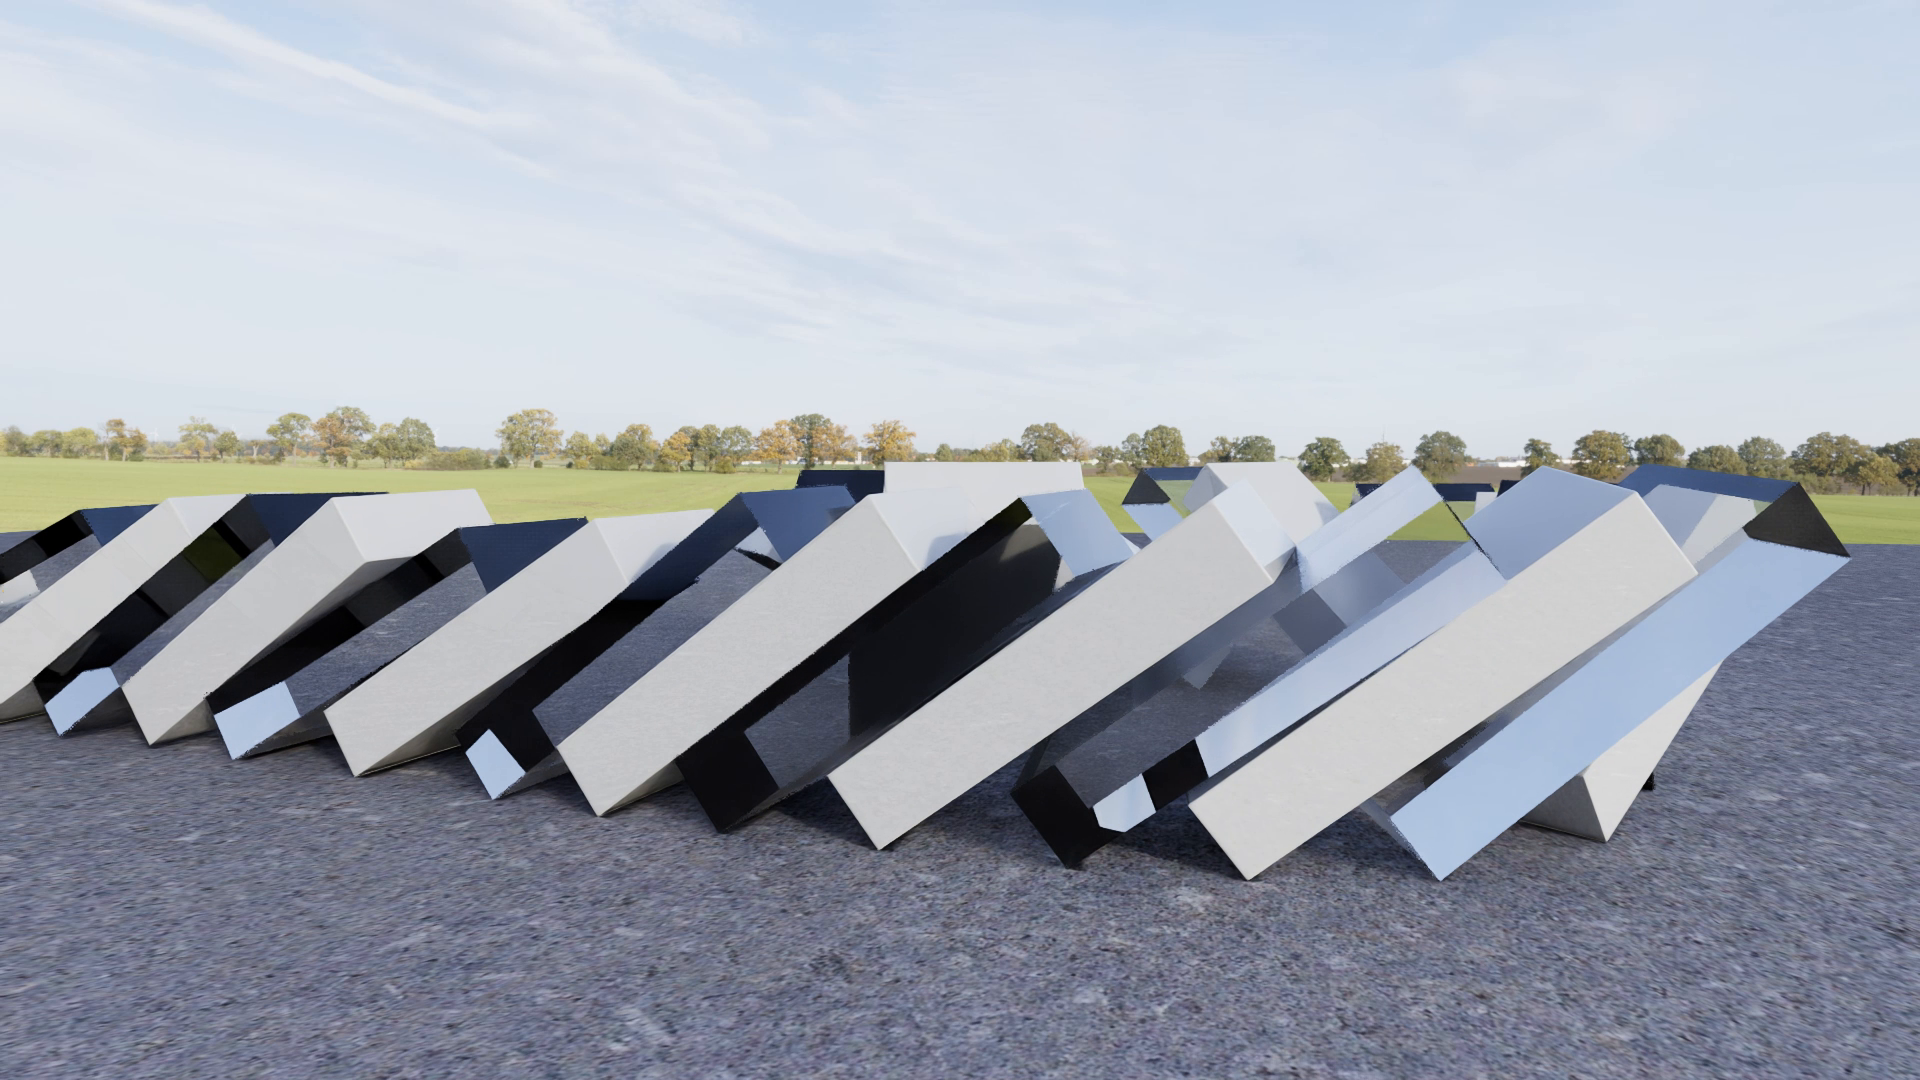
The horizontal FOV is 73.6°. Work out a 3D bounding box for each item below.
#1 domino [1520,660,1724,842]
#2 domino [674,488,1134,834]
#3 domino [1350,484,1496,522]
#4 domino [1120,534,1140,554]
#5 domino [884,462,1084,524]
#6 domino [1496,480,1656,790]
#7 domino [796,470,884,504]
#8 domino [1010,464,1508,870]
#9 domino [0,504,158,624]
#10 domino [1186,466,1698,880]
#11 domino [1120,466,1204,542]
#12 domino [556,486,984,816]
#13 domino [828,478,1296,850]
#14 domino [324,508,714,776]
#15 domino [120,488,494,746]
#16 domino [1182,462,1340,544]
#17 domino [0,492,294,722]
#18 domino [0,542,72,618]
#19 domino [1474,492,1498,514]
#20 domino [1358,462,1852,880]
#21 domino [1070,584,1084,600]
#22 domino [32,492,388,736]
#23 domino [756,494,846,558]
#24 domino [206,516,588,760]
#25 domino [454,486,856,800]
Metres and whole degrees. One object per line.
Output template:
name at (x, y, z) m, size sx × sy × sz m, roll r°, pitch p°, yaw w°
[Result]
domino at (0.076, 0.013, 0.157) m, size 0.050 × 0.009 × 0.025 m, roll -41°, pitch 26°, yaw -27°
domino at (-0.006, 0.013, 0.144) m, size 0.050 × 0.009 × 0.025 m, roll -37°, pitch -9°, yaw 19°
domino at (0.085, 0.009, 0.219) m, size 0.025 × 0.009 × 0.050 m, roll 0°, pitch 37°, yaw -1°
domino at (0.030, 0.005, 0.249) m, size 0.050 × 0.010 × 0.025 m, roll 37°, pitch 11°, yaw 8°
domino at (0.001, 0.009, 0.180) m, size 0.025 × 0.010 × 0.050 m, roll 0°, pitch -37°, yaw -6°
domino at (0.084, 0.011, 0.178) m, size 0.025 × 0.009 × 0.050 m, roll 4°, pitch 41°, yaw 32°
domino at (-0.006, 0.008, 0.199) m, size 0.025 × 0.009 × 0.050 m, roll 1°, pitch -34°, yaw 17°
domino at (0.030, 0.012, 0.133) m, size 0.050 × 0.009 × 0.025 m, roll -38°, pitch 0°, yaw 17°
domino at (-0.150, 0.011, 0.204) m, size 0.050 × 0.009 × 0.025 m, roll -29°, pitch 4°, yaw 2°
domino at (0.046, 0.013, 0.133) m, size 0.050 × 0.010 × 0.025 m, roll -38°, pitch 3°, yaw 10°
domino at (0.056, 0.005, 0.246) m, size 0.025 × 0.009 × 0.050 m, roll -3°, pitch 43°, yaw -38°
domino at (-0.021, 0.013, 0.150) m, size 0.050 × 0.010 × 0.025 m, roll -37°, pitch -10°, yaw 20°
domino at (0.011, 0.013, 0.138) m, size 0.050 × 0.009 × 0.025 m, roll -38°, pitch -6°, yaw 20°
domino at (-0.055, 0.013, 0.167) m, size 0.050 × 0.010 × 0.025 m, roll -32°, pitch -8°, yaw 20°
domino at (-0.092, 0.011, 0.183) m, size 0.050 × 0.009 × 0.025 m, roll -34°, pitch -8°, yaw 21°
domino at (0.066, 0.005, 0.234) m, size 0.025 × 0.009 × 0.050 m, roll -4°, pitch 45°, yaw -38°
domino at (-0.127, 0.010, 0.197) m, size 0.050 × 0.009 × 0.025 m, roll -32°, pitch -2°, yaw 11°
domino at (-0.184, 0.014, 0.219) m, size 0.025 × 0.009 × 0.050 m, roll -9°, pitch 13°, yaw 28°
domino at (0.090, 0.011, 0.195) m, size 0.025 × 0.009 × 0.050 m, roll 2°, pitch 37°, yaw 25°
domino at (0.062, 0.012, 0.136) m, size 0.050 × 0.010 × 0.025 m, roll -39°, pitch 8°, yaw 2°
domino at (0.008, 0.007, 0.237) m, size 0.050 × 0.010 × 0.025 m, roll 33°, pitch -7°, yaw -18°
domino at (-0.108, 0.010, 0.190) m, size 0.050 × 0.009 × 0.025 m, roll -33°, pitch -8°, yaw 18°
domino at (-0.010, 0.009, 0.229) m, size 0.050 × 0.009 × 0.025 m, roll 31°, pitch -9°, yaw -24°
domino at (-0.075, 0.013, 0.176) m, size 0.050 × 0.009 × 0.025 m, roll -29°, pitch -6°, yaw 20°
domino at (-0.035, 0.012, 0.157) m, size 0.050 × 0.009 × 0.025 m, roll -37°, pitch -9°, yaw 20°
